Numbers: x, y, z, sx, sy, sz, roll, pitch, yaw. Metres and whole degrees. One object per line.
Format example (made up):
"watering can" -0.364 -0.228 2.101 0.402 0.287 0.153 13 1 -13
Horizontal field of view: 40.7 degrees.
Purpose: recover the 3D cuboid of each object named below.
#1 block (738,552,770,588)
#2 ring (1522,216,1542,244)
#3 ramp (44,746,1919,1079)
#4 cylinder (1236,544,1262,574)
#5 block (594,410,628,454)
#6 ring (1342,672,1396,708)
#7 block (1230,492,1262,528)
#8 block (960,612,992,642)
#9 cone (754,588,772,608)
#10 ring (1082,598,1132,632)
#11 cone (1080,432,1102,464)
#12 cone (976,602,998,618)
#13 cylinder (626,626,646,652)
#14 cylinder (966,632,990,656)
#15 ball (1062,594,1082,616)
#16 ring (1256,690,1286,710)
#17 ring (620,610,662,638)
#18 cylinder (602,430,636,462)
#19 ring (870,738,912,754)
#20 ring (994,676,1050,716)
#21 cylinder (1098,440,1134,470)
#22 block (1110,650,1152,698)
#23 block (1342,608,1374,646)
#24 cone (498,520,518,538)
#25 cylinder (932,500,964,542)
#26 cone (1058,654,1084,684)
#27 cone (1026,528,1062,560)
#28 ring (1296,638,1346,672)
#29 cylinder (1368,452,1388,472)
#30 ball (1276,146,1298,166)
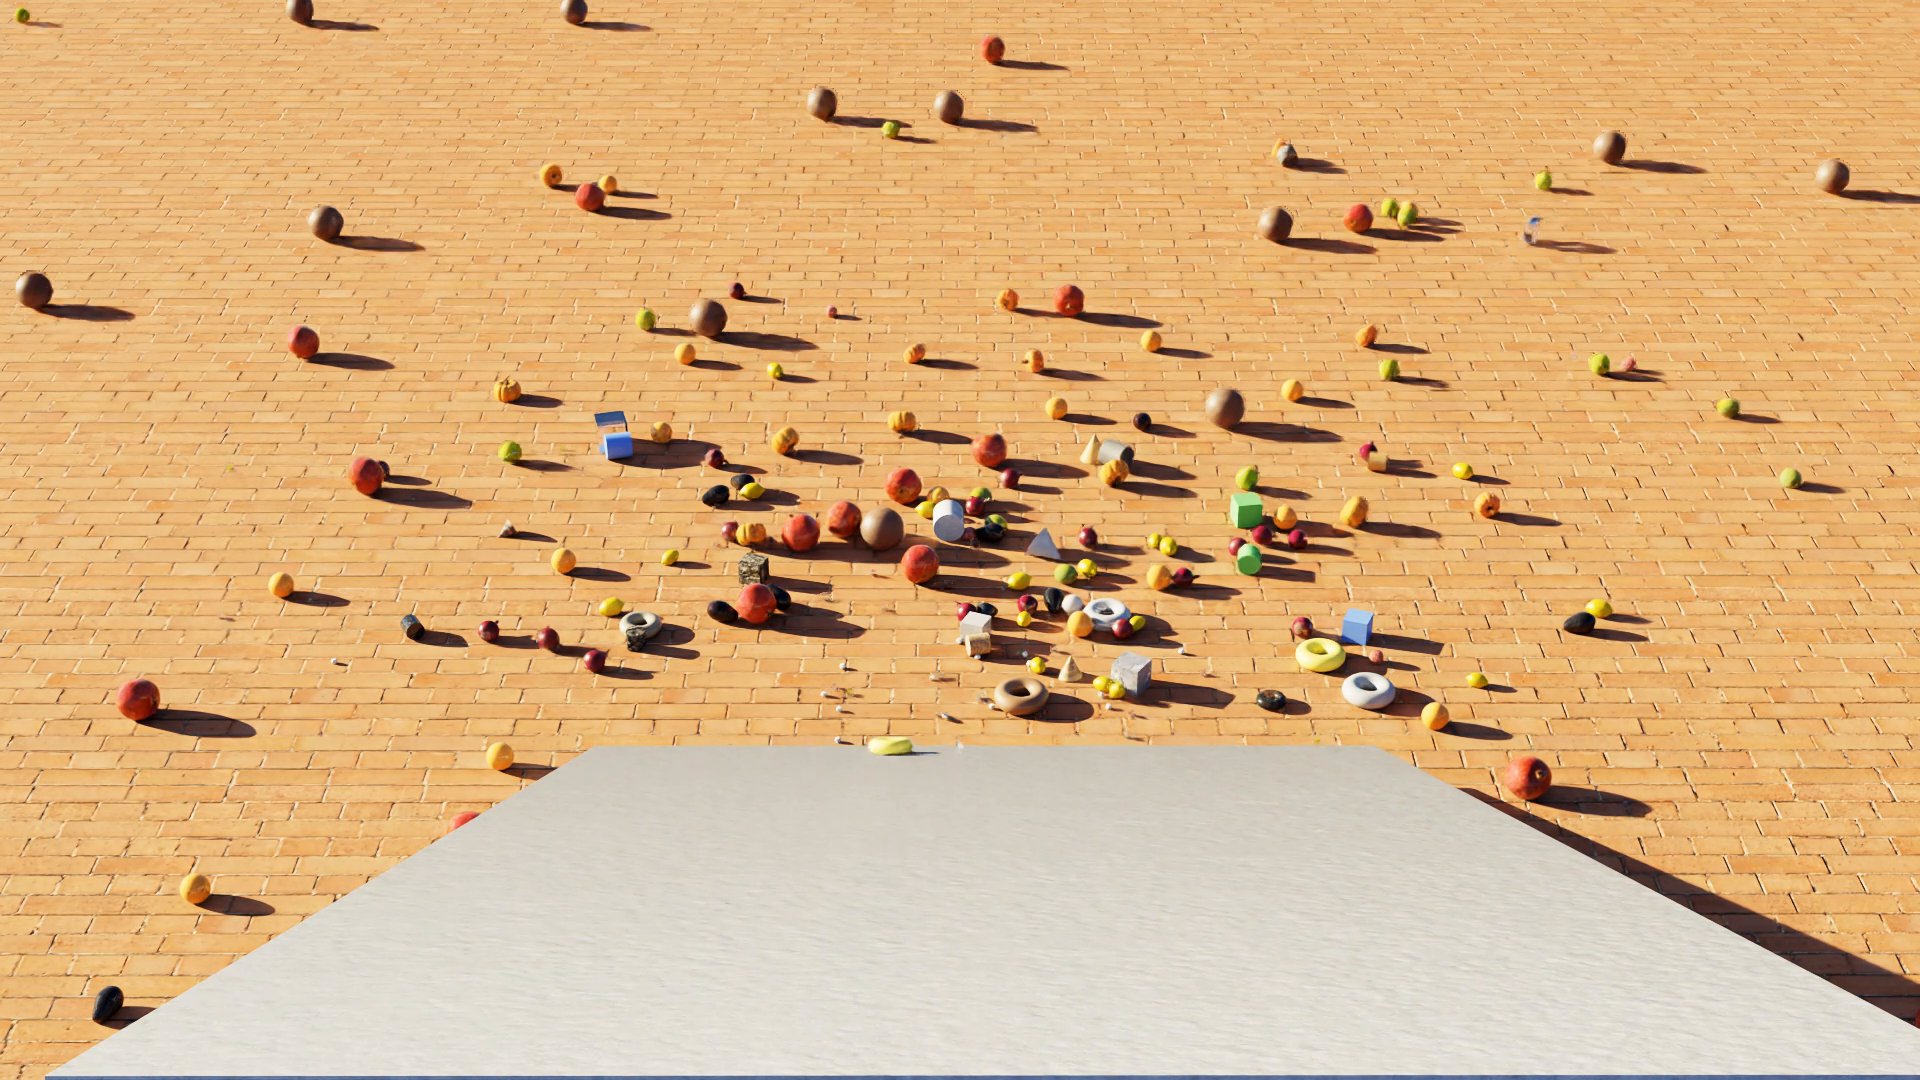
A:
"block" -0.601 0.087 7.533 0.068 0.068 0.068 10 31 17
"ring" 2.154 -1.168 9.736 0.036 0.108 0.108 25 37 26
"ramp" 0.066 0.587 4.636 2.000 0.100 4.000 0 0 0
"cylinder" 0.846 0.057 7.588 0.066 0.066 0.066 7 47 13
"block" -1.116 -0.347 8.281 0.095 0.095 0.095 -7 30 -13
"ring" 1.104 0.407 6.983 0.144 0.048 0.144 1 29 -1
"block" 0.869 -0.090 7.841 0.077 0.077 0.077 -5 30 -9
"block" 0.045 0.250 7.246 0.065 0.065 0.065 12 31 20
"cone" -0.551 0.177 7.416 0.056 0.056 0.056 -23 63 -35
"ring" 0.416 0.212 7.332 0.139 0.046 0.139 -1 30 0
"cone" 0.427 -0.299 8.200 0.091 0.091 0.091 0 29 0
"cone" 0.069 0.223 7.330 0.066 0.066 0.066 8 57 14
"cylinder" -0.903 0.276 7.210 0.054 0.054 0.054 0 29 0
"cylinder" 0.051 0.289 7.181 0.059 0.059 0.059 -6 30 -11
"ball" 0.320 0.186 7.365 0.059 0.059 0.059 0 29 0
"ring" 0.838 0.430 6.961 0.083 0.028 0.083 0 28 0
"ring" -0.900 0.240 7.288 0.120 0.040 0.120 0 31 0
"cylinder" -1.085 -0.300 8.213 0.080 0.080 0.080 -26 35 -12
"ring" -0.171 0.511 6.416 0.110 0.037 0.110 -1 1 0
"ring" 0.166 0.419 6.959 0.150 0.050 0.150 -1 30 0
"cylinder" 0.491 -0.267 8.155 0.079 0.079 0.079 22 36 34
"block" 0.465 0.364 7.025 0.080 0.080 0.080 17 34 28
"block" 1.115 0.244 7.252 0.069 0.069 0.069 12 31 20
"cone" -1.367 -0.024 7.775 0.058 0.058 0.058 -36 38 -7
"cylinder" -0.034 -0.058 7.767 0.093 0.093 0.093 -1 29 -1
"cone" 0.303 0.344 7.073 0.070 0.070 0.070 0 29 0
"cone" 0.265 0.030 7.660 0.100 0.100 0.100 37 39 9
"ring" 0.997 0.318 7.144 0.138 0.046 0.138 -1 28 0
"cylinder" 1.316 -0.245 8.140 0.055 0.055 0.055 6 30 11
"ball" 1.320 -1.550 10.442 0.085 0.085 0.085 0 29 0
